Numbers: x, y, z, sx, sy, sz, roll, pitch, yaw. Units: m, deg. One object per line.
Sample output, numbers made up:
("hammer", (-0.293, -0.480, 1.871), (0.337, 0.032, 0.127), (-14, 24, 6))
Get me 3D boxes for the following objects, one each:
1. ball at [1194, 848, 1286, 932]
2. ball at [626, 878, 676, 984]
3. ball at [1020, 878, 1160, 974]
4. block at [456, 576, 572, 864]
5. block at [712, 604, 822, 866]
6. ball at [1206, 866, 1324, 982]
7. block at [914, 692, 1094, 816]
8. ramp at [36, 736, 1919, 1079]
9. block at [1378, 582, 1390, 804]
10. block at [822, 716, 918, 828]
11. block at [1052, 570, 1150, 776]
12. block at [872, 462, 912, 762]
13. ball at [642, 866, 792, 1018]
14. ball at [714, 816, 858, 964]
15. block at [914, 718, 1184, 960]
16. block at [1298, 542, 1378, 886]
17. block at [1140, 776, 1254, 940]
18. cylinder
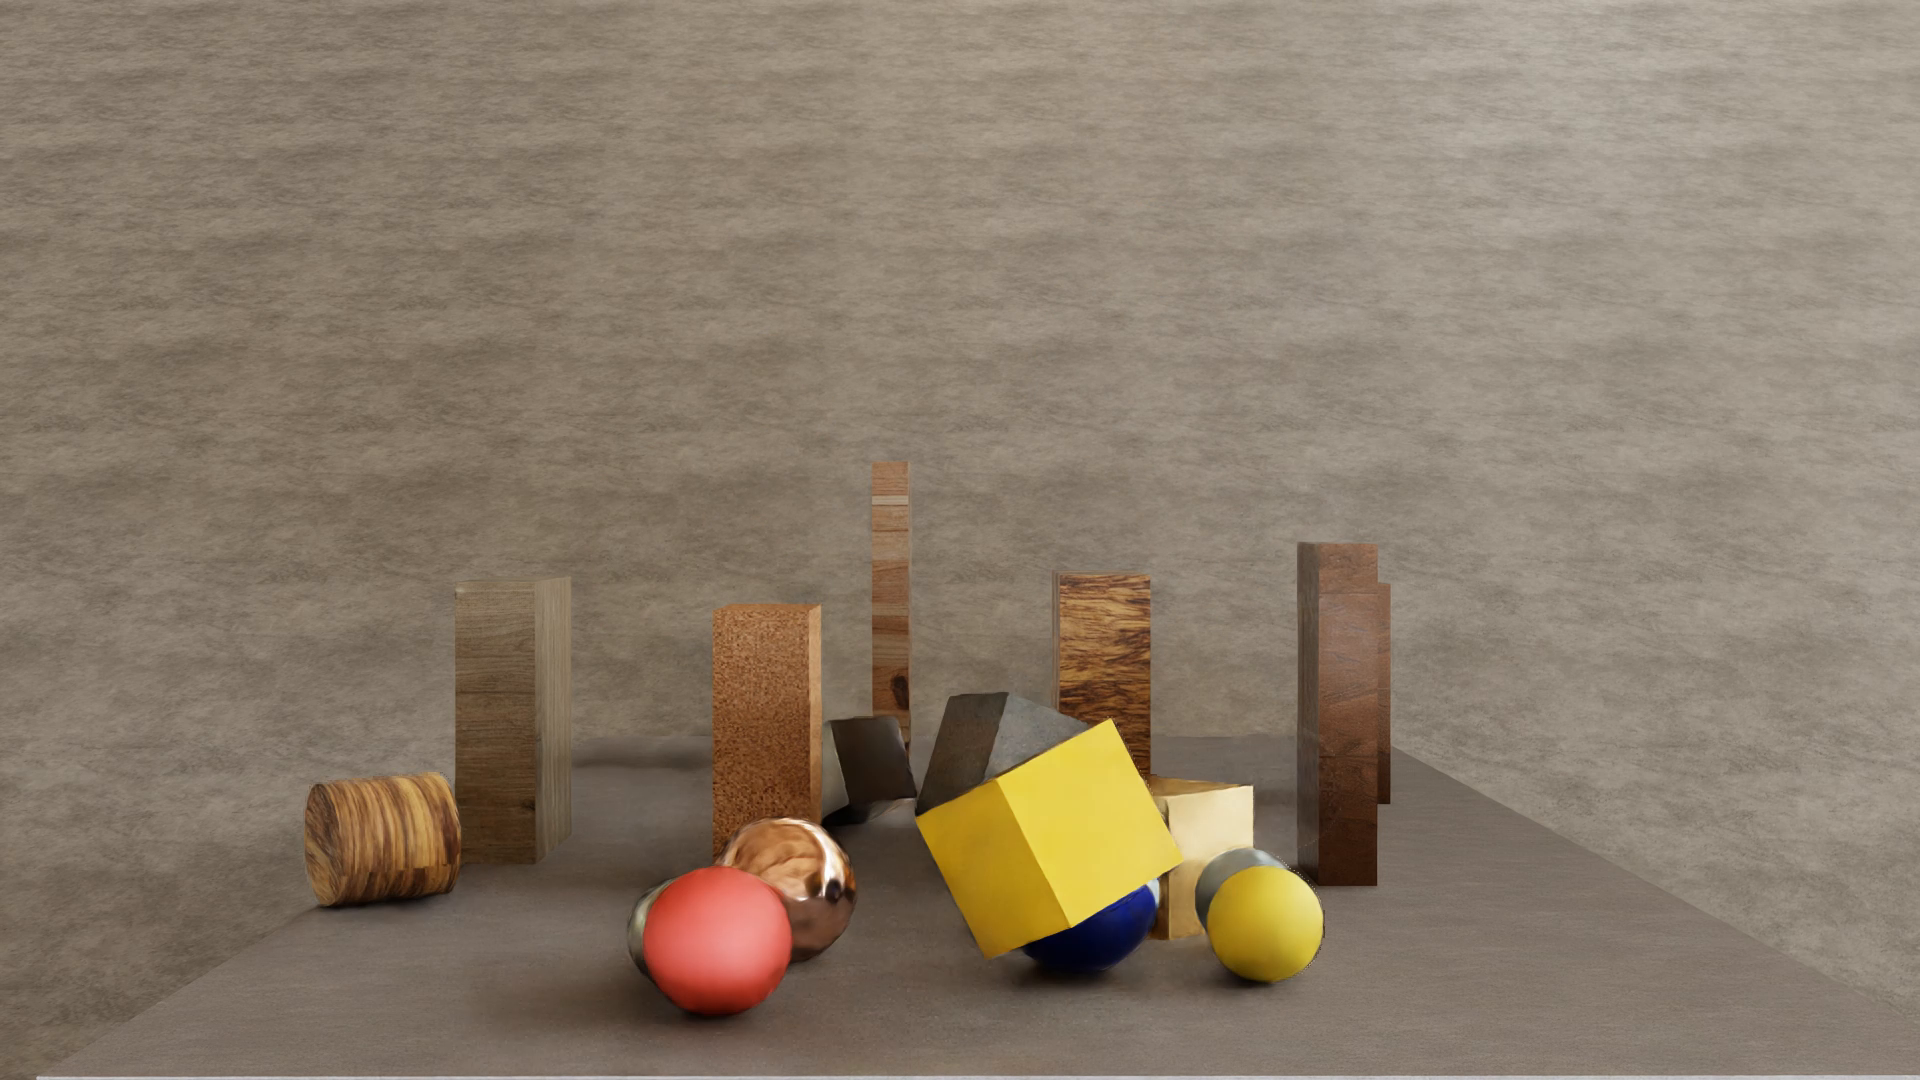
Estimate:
("ball", (0.372, 0.469, 3.372), (0.133, 0.133, 0.133), (0, 28, 0))
("ball", (-0.330, 0.471, 3.087), (0.135, 0.135, 0.135), (0, 28, 0))
("ball", (0.147, 0.436, 3.207), (0.201, 0.201, 0.201), (0, 28, 0))
("block", (-0.756, 0.296, 4.398), (0.129, 0.460, 0.394), (0, 1, 0))
("block", (-0.303, 0.317, 4.102), (0.149, 0.422, 0.340), (0, 1, 0))
("ball", (0.371, 0.467, 3.143), (0.141, 0.141, 0.141), (0, 28, 0))
("block", (0.085, 0.368, 4.053), (0.199, 0.199, 0.199), (23, -15, -24))
("ramp", (0.064, 0.573, 4.616), (2.000, 0.100, 4.000), (0, 1, 0))
("block", (0.779, 0.301, 5.194), (0.133, 0.432, 0.244), (0, 1, 0))
("block", (-0.201, 0.421, 4.681), (0.155, 0.155, 0.155), (-1, -22, -40))
("block", (0.241, 0.290, 4.481), (0.150, 0.468, 0.390), (0, 1, 0))
("block", (-0.157, 0.166, 5.996), (0.081, 0.688, 0.422), (0, 1, 0))
("ball", (-0.275, 0.455, 2.930), (0.169, 0.169, 0.169), (0, 28, 0))
("ball", (-0.224, 0.443, 3.271), (0.187, 0.187, 0.187), (0, 28, 0))
("block", (0.101, 0.343, 2.956), (0.181, 0.181, 0.181), (-24, -5, -37))
("block", (0.593, 0.267, 4.074), (0.090, 0.523, 0.245), (0, 1, 0))
("block", (0.272, 0.437, 3.583), (0.192, 0.192, 0.192), (0, 1, 42))
("cylinder", (-0.844, 0.437, 3.773), (0.177, 0.177, 0.177), (-2, 26, -31))
